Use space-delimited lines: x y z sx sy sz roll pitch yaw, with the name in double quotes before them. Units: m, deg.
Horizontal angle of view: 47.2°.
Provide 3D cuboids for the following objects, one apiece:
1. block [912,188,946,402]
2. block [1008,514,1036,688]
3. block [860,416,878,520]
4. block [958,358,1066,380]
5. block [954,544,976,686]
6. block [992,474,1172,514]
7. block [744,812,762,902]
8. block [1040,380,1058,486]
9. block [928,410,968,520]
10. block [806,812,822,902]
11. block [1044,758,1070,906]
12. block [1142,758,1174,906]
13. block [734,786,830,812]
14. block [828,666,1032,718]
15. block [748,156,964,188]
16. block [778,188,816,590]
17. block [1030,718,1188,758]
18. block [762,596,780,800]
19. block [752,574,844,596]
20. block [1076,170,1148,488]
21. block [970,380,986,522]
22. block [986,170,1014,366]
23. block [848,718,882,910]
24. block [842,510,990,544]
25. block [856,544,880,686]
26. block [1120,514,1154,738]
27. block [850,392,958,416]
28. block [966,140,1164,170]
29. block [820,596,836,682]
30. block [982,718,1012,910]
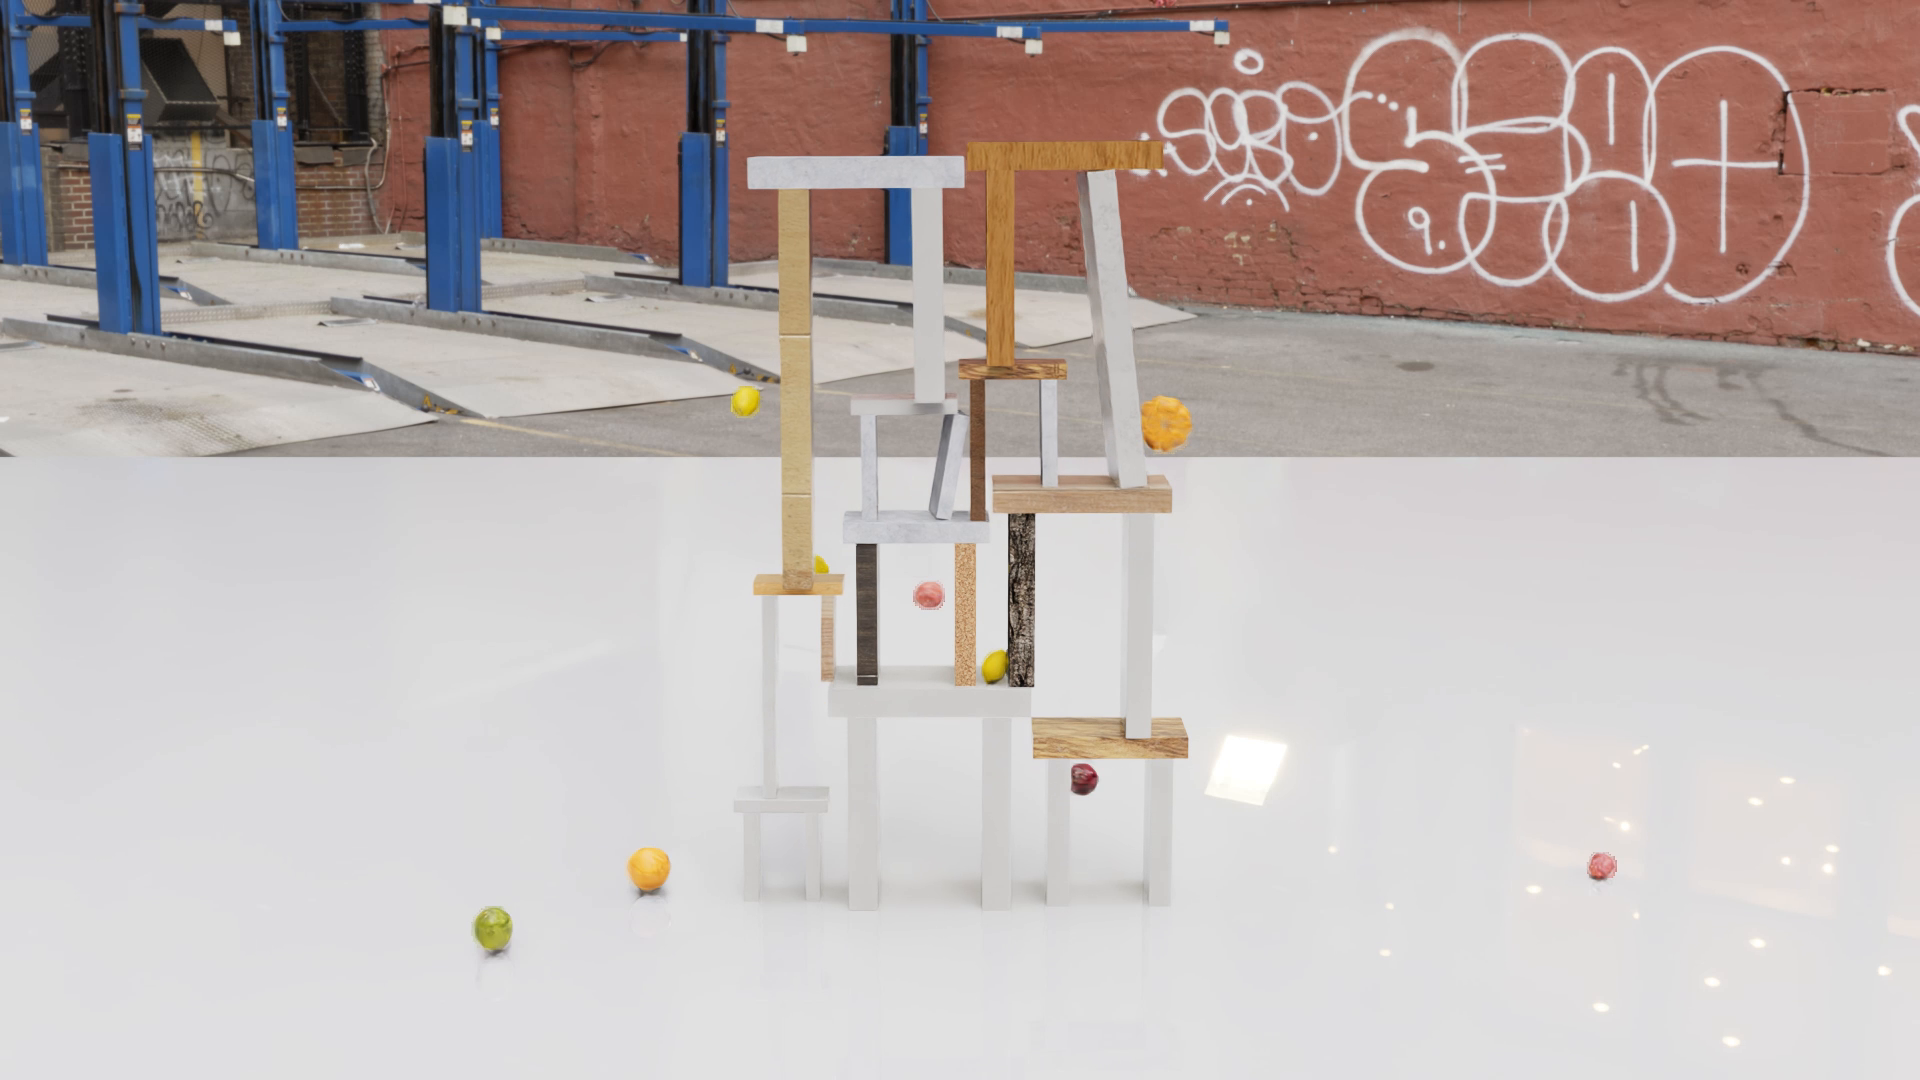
"block" -0.049 -0.392 3.487 0.047 0.331 0.166 -1 11 0
"block" 0.100 0.084 3.578 0.040 0.284 0.142 0 11 0
"block" -0.146 -0.122 3.538 0.024 0.169 0.085 -1 11 -1
"block" 0.083 -0.273 3.505 0.170 0.024 0.085 0 11 0
"block" 0.008 0.110 3.578 0.033 0.234 0.117 0 11 -1
"block" 0.194 -0.075 3.549 0.283 0.040 0.142 0 11 0
"block" -0.344 0.515 3.654 0.022 0.153 0.077 0 11 0
"block" 0.142 -0.177 3.523 0.024 0.170 0.085 -1 11 0
"block" -0.019 -0.124 3.544 0.024 0.169 0.085 8 9 -11
"block" -0.242 0.515 3.654 0.022 0.153 0.076 0 11 0
"block" 0.161 0.466 3.647 0.036 0.251 0.126 0 11 0
"block" 0.328 0.466 3.647 0.036 0.251 0.126 0 11 0
"block" -0.294 0.429 3.638 0.153 0.022 0.077 0 11 0
"block" -0.049 0.247 3.605 0.326 0.046 0.163 0 11 0
"block" -0.161 -0.578 3.450 0.331 0.047 0.166 0 11 -1
"block" -0.259 -0.245 3.510 0.047 0.627 0.166 0 11 -2
"block" 0.244 0.325 3.621 0.251 0.036 0.126 0 11 0
"block" -0.310 0.250 3.608 0.020 0.341 0.072 1 11 0
"block" -0.261 0.072 3.574 0.144 0.020 0.072 0 11 0
"block" 0.241 -0.339 3.499 0.043 0.496 0.151 -7 11 -3
"block" 0.028 -0.149 3.528 0.024 0.227 0.085 0 11 0
"block" 0.063 -0.434 3.481 0.043 0.302 0.151 0 11 0
"block" -0.158 0.430 3.639 0.046 0.326 0.163 0 11 0
"block" -0.070 -0.022 3.552 0.234 0.033 0.117 0 11 -1
"block" -0.149 0.109 3.580 0.033 0.234 0.117 0 11 0
"block" 0.288 0.126 3.586 0.040 0.369 0.142 0 11 0
"block" -0.089 -0.218 3.522 0.169 0.024 0.085 -1 11 -1
"block" 0.162 -0.604 3.450 0.302 0.043 0.151 0 11 0
"block" -0.214 0.153 3.590 0.020 0.144 0.072 1 11 0
"block" 0.060 0.430 3.639 0.046 0.326 0.163 0 11 0
